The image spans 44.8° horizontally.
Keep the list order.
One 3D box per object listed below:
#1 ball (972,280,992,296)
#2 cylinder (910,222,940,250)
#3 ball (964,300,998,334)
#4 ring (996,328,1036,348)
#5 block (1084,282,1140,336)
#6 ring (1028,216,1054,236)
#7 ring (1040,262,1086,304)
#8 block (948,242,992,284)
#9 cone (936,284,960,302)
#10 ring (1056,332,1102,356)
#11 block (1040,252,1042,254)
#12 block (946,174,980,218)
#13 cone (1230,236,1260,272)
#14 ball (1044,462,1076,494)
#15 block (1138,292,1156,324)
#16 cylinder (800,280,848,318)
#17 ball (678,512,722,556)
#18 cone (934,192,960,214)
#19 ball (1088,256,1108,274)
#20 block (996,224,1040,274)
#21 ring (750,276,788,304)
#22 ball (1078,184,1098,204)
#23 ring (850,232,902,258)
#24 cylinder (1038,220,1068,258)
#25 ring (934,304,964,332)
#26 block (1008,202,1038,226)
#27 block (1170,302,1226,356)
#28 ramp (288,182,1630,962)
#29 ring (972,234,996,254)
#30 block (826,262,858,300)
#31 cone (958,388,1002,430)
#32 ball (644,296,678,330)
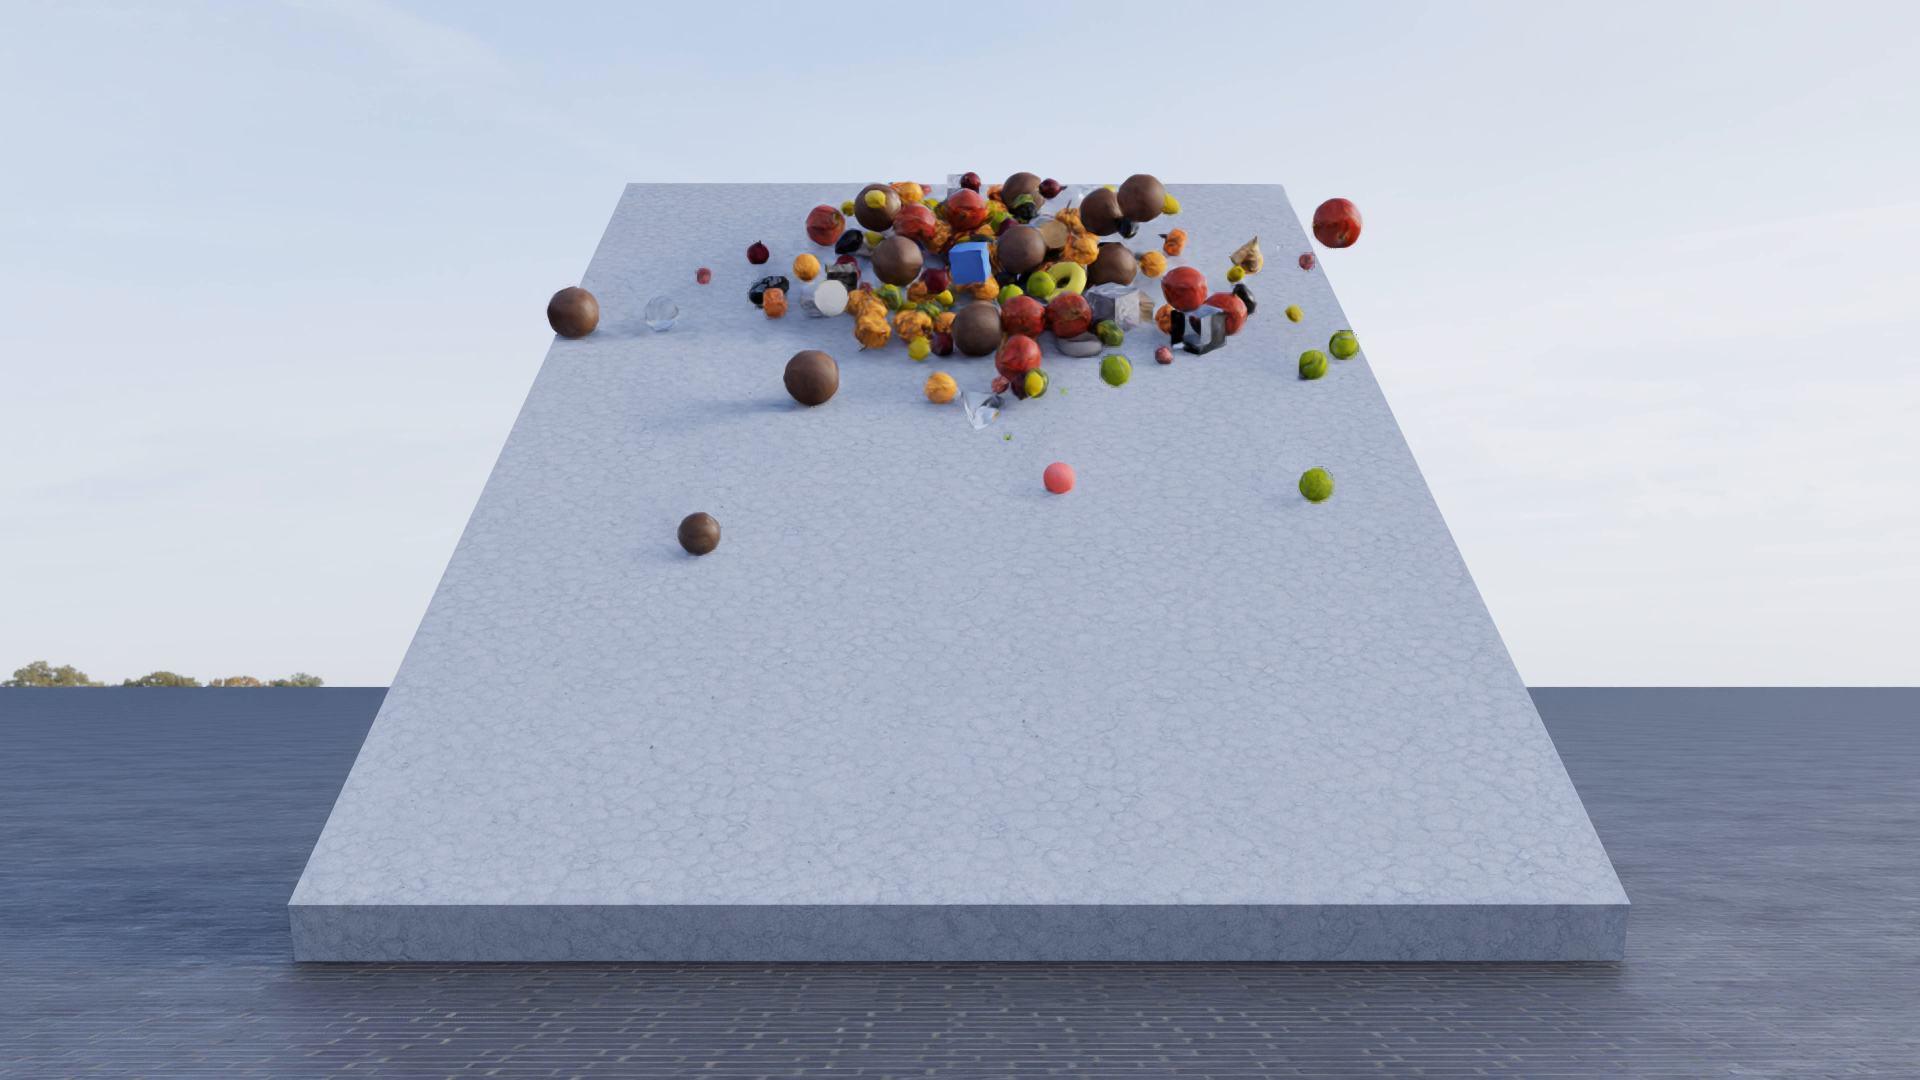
[{"bbox_3d":[0.058,-0.667,6.108,0.050,0.050,0.050,0,-3,0],"label":"ball"},{"bbox_3d":[-0.097,-0.849,6.496,0.062,0.062,0.062,-2,24,29],"label":"cylinder"},{"bbox_3d":[0.052,-0.557,5.817,0.088,0.088,0.088,0,-3,0],"label":"ball"},{"bbox_3d":[0.138,-0.500,5.758,0.100,0.033,0.100,1,23,-1],"label":"ring"},{"bbox_3d":[0.383,-0.582,5.862,0.098,0.098,0.098,21,32,39],"label":"block"},{"bbox_3d":[0.230,-0.850,6.354,0.094,0.031,0.094,1,40,0],"label":"ring"},{"bbox_3d":[0.269,-0.670,6.061,0.127,0.127,0.042,-2,-30,27],"label":"ring"},{"bbox_3d":[0.026,-0.707,5.943,0.084,0.084,0.084,-3,21,13],"label":"block"},{"bbox_3d":[-0.039,-0.624,5.978,0.053,0.053,0.053,-28,9,-25],"label":"cone"},{"bbox_3d":[0.294,-0.479,5.705,0.112,0.037,0.112,-1,23,0],"label":"ring"},{"bbox_3d":[0.242,-0.832,6.475,0.054,0.054,0.054,-10,26,-22],"label":"block"},{"bbox_3d":[0.008,-1.003,6.791,0.093,0.093,0.093,-1,33,-2],"label":"block"},{"bbox_3d":[0.757,-0.757,6.052,0.085,0.085,0.085,15,35,-11],"label":"cone"},{"bbox_3d":[0.208,-0.131,4.890,0.067,0.067,0.067,0,-3,0],"label":"ball"},{"bbox_3d":[0.453,-0.590,5.919,0.057,0.057,0.057,-13,37,-26],"label":"block"},{"bbox_3d":[-0.343,-0.606,5.862,0.092,0.092,0.092,2,0,-27],"label":"cylinder"},{"bbox_3d":[-0.515,-0.013,4.600,0.086,0.086,0.086,0,-3,0],"label":"ball"},{"bbox_3d":[-0.040,-0.957,6.656,0.067,0.067,0.067,-10,-4,2],"label":"cone"},{"bbox_3d":[0.371,-0.741,6.272,0.053,0.053,0.053,0,-3,0],"label":"ball"},{"bbox_3d":[0.156,-0.785,6.280,0.091,0.091,0.091,-4,-40,-14],"label":"block"},{"bbox_3d":[-0.497,-0.650,6.056,0.111,0.037,0.111,-16,32,10],"label":"ring"},{"bbox_3d":[0.382,-1.028,6.908,0.058,0.058,0.058,0,-3,0],"label":"ball"},{"bbox_3d":[-0.232,-0.817,6.447,0.144,0.048,0.144,1,24,-1],"label":"ring"},{"bbox_3d":[0.249,-0.810,6.259,0.079,0.079,0.079,0,-12,-2],"label":"cylinder"},{"bbox_3d":[-0.027,-0.556,5.835,0.030,0.091,0.091,45,-20,-16],"label":"ring"},{"bbox_3d":[0.182,-0.907,6.522,0.060,0.060,0.060,-25,1,21],"label":"block"},{"bbox_3d":[0.586,-0.521,5.731,0.095,0.095,0.095,-21,32,-39],"label":"block"},{"bbox_3d":[-0.008,-0.228,5.312,2.000,0.100,4.000,0,24,0],"label":"ramp"},{"bbox_3d":[0.068,-0.810,6.375,0.075,0.025,0.075,23,-19,8],"label":"ring"},{"bbox_3d":[-0.310,-0.677,6.100,0.075,0.075,0.075,-3,24,-7],"label":"block"},{"bbox_3d":[0.028,-0.312,5.222,0.095,0.095,0.095,41,17,25],"label":"cone"},{"bbox_3d":[-0.748,-0.567,5.838,0.086,0.086,0.086,0,-3,0],"label":"ball"}]
